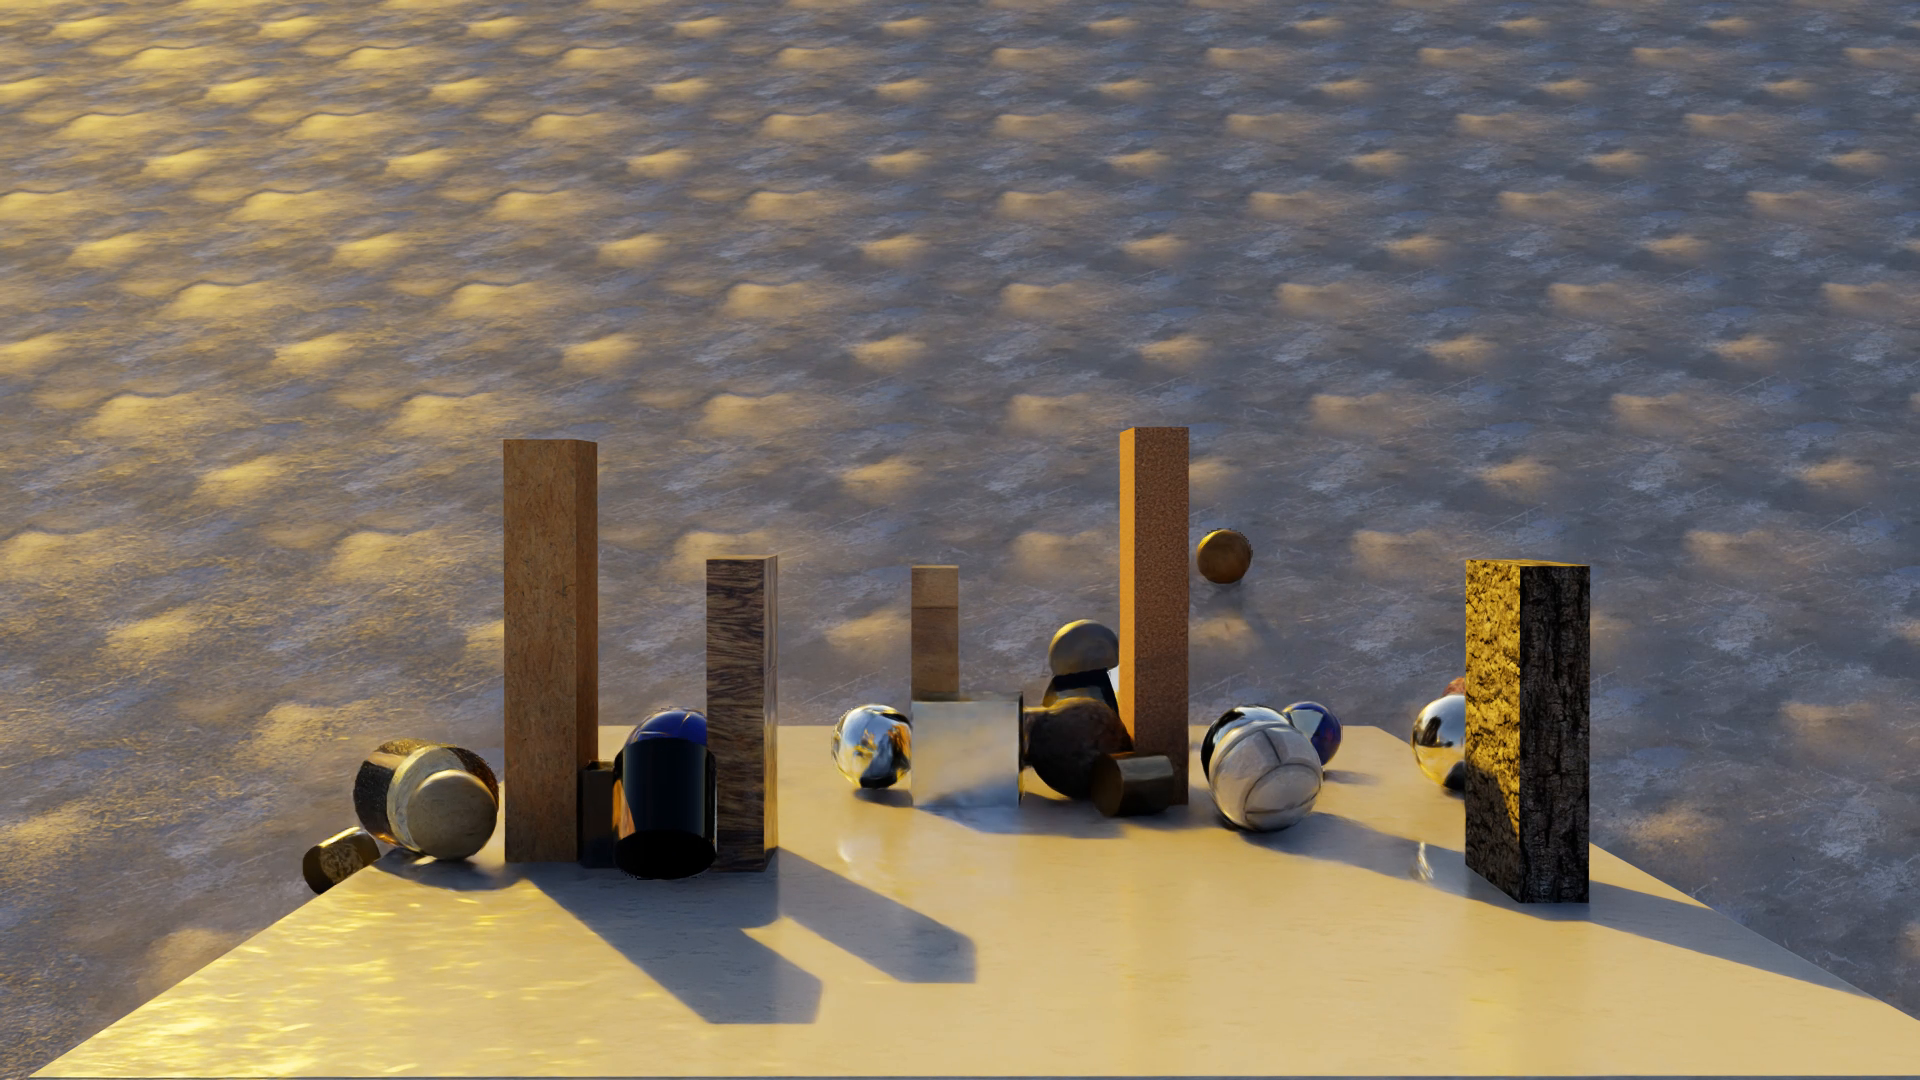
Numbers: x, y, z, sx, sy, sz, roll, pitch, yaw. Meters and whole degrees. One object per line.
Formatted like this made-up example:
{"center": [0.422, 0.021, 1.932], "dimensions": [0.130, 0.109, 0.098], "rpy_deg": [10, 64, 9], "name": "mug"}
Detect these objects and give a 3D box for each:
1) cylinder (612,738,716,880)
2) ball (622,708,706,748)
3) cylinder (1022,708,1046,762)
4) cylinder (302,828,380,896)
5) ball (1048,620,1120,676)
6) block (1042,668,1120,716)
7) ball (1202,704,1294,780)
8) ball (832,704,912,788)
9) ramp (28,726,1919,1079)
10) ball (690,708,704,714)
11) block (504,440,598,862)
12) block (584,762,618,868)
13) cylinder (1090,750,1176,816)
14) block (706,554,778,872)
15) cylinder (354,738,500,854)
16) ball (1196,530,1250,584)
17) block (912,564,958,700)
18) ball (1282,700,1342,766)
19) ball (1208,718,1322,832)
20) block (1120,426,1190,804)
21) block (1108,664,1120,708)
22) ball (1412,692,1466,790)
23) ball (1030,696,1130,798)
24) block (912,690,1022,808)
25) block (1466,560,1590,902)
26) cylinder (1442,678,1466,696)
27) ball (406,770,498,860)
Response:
{"center": [-0.448, 0.408, 3.916], "dimensions": [0.157, 0.157, 0.157], "rpy_deg": [-1, 54, -3], "name": "cylinder"}
{"center": [-0.502, 0.403, 4.602], "dimensions": [0.208, 0.208, 0.208], "rpy_deg": [0, 27, 0], "name": "ball"}
{"center": [0.169, 0.430, 5.696], "dimensions": [0.118, 0.118, 0.118], "rpy_deg": [0, 26, 22], "name": "cylinder"}
{"center": [-1.454, 0.759, 6.070], "dimensions": [0.128, 0.128, 0.128], "rpy_deg": [12, 18, 22], "name": "cylinder"}
{"center": [0.334, 0.312, 6.889], "dimensions": [0.196, 0.196, 0.196], "rpy_deg": [0, 27, 0], "name": "ball"}
{"center": [0.276, 0.388, 5.868], "dimensions": [0.130, 0.130, 0.130], "rpy_deg": [-8, 61, -15], "name": "block"}
{"center": [0.549, 0.405, 4.839], "dimensions": [0.194, 0.194, 0.194], "rpy_deg": [0, 27, 0], "name": "ball"}
{"center": [-0.171, 0.413, 5.166], "dimensions": [0.169, 0.169, 0.169], "rpy_deg": [0, 27, 0], "name": "ball"}
{"center": [0.062, 0.557, 4.594], "dimensions": [2.000, 0.100, 4.000], "rpy_deg": [0, 1, 0], "name": "ramp"}
{"center": [-0.576, 0.417, 5.435], "dimensions": [0.128, 0.128, 0.128], "rpy_deg": [0, 27, 0], "name": "ball"}
{"center": [-0.670, 0.175, 4.244], "dimensions": [0.115, 0.675, 0.247], "rpy_deg": [0, 1, 0], "name": "block"}
{"center": [-0.519, 0.438, 4.132], "dimensions": [0.153, 0.153, 0.153], "rpy_deg": [0, 1, -4], "name": "block"}
{"center": [0.317, 0.447, 4.751], "dimensions": [0.114, 0.114, 0.114], "rpy_deg": [-1, 25, -29], "name": "cylinder"}
{"center": [-0.349, 0.271, 4.160], "dimensions": [0.089, 0.486, 0.308], "rpy_deg": [0, 1, 0], "name": "block"}
{"center": [-0.879, 0.423, 4.251], "dimensions": [0.180, 0.180, 0.180], "rpy_deg": [-19, 11, -32], "name": "cylinder"}
{"center": [0.759, 0.050, 7.440], "dimensions": [0.156, 0.156, 0.156], "rpy_deg": [0, 27, 0], "name": "ball"}
{"center": [-0.051, 0.275, 5.364], "dimensions": [0.095, 0.439, 0.276], "rpy_deg": [0, 1, 0], "name": "block"}
{"center": [0.742, 0.418, 5.528], "dimensions": [0.147, 0.147, 0.147], "rpy_deg": [0, 27, 0], "name": "ball"}
{"center": [0.531, 0.409, 4.490], "dimensions": [0.197, 0.197, 0.197], "rpy_deg": [0, 27, 0], "name": "ball"}
{"center": [0.381, 0.140, 5.106], "dimensions": [0.103, 0.715, 0.435], "rpy_deg": [0, 1, 0], "name": "block"}
{"center": [0.425, 0.376, 6.285], "dimensions": [0.119, 0.119, 0.119], "rpy_deg": [-31, 27, -19], "name": "block"}
{"center": [0.998, 0.401, 5.147], "dimensions": [0.193, 0.193, 0.193], "rpy_deg": [0, 27, 0], "name": "ball"}
{"center": [0.232, 0.402, 5.014], "dimensions": [0.195, 0.195, 0.195], "rpy_deg": [0, 27, 0], "name": "ball"}
{"center": [0.016, 0.398, 4.949], "dimensions": [0.200, 0.200, 0.200], "rpy_deg": [0, 2, 4], "name": "block"}
{"center": [0.851, 0.276, 3.894], "dimensions": [0.101, 0.483, 0.390], "rpy_deg": [0, 1, 0], "name": "block"}
{"center": [1.123, 0.392, 5.326], "dimensions": [0.207, 0.207, 0.207], "rpy_deg": [3, 22, 43], "name": "cylinder"}
{"center": [-0.807, 0.437, 4.104], "dimensions": [0.143, 0.143, 0.143], "rpy_deg": [0, 27, 0], "name": "ball"}
